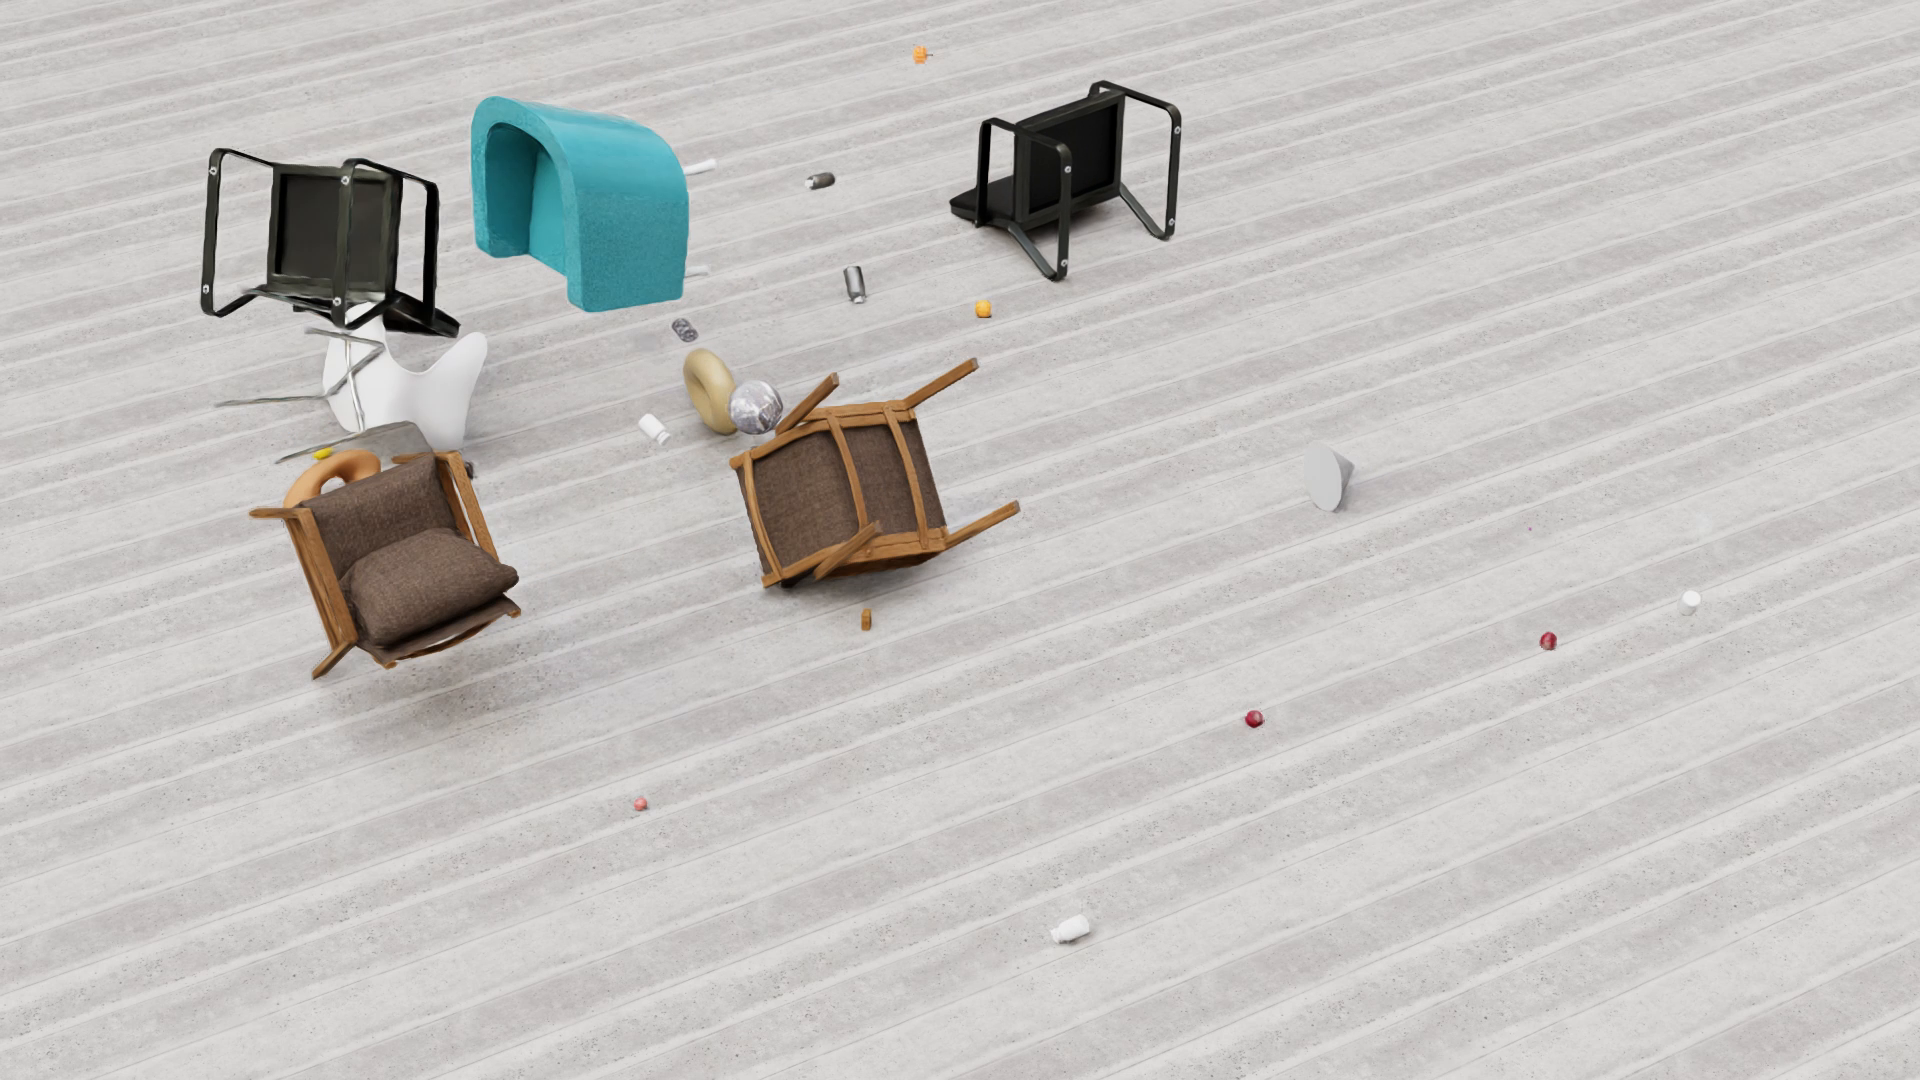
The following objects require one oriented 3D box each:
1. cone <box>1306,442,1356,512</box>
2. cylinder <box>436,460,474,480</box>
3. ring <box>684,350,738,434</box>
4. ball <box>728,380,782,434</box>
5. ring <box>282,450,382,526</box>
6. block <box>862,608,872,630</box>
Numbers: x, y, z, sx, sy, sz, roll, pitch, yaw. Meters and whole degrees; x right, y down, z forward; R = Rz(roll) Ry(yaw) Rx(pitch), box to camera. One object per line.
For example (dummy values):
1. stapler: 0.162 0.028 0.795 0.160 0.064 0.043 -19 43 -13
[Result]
1. cone: 1.455 -0.266 11.240 0.143 0.268 0.346 -8 5 29
2. cylinder: -1.942 -0.271 11.278 0.139 0.052 0.076 4 25 -15
3. ring: -0.966 -0.580 11.496 0.115 0.361 0.451 -25 11 -16
4. ball: -0.766 -0.496 10.982 0.205 0.205 0.205 0 33 0
5. ring: -2.361 -0.193 11.033 0.164 0.223 0.461 -20 15 46
6. block: -0.334 0.285 10.455 0.029 0.064 0.045 5 34 7
